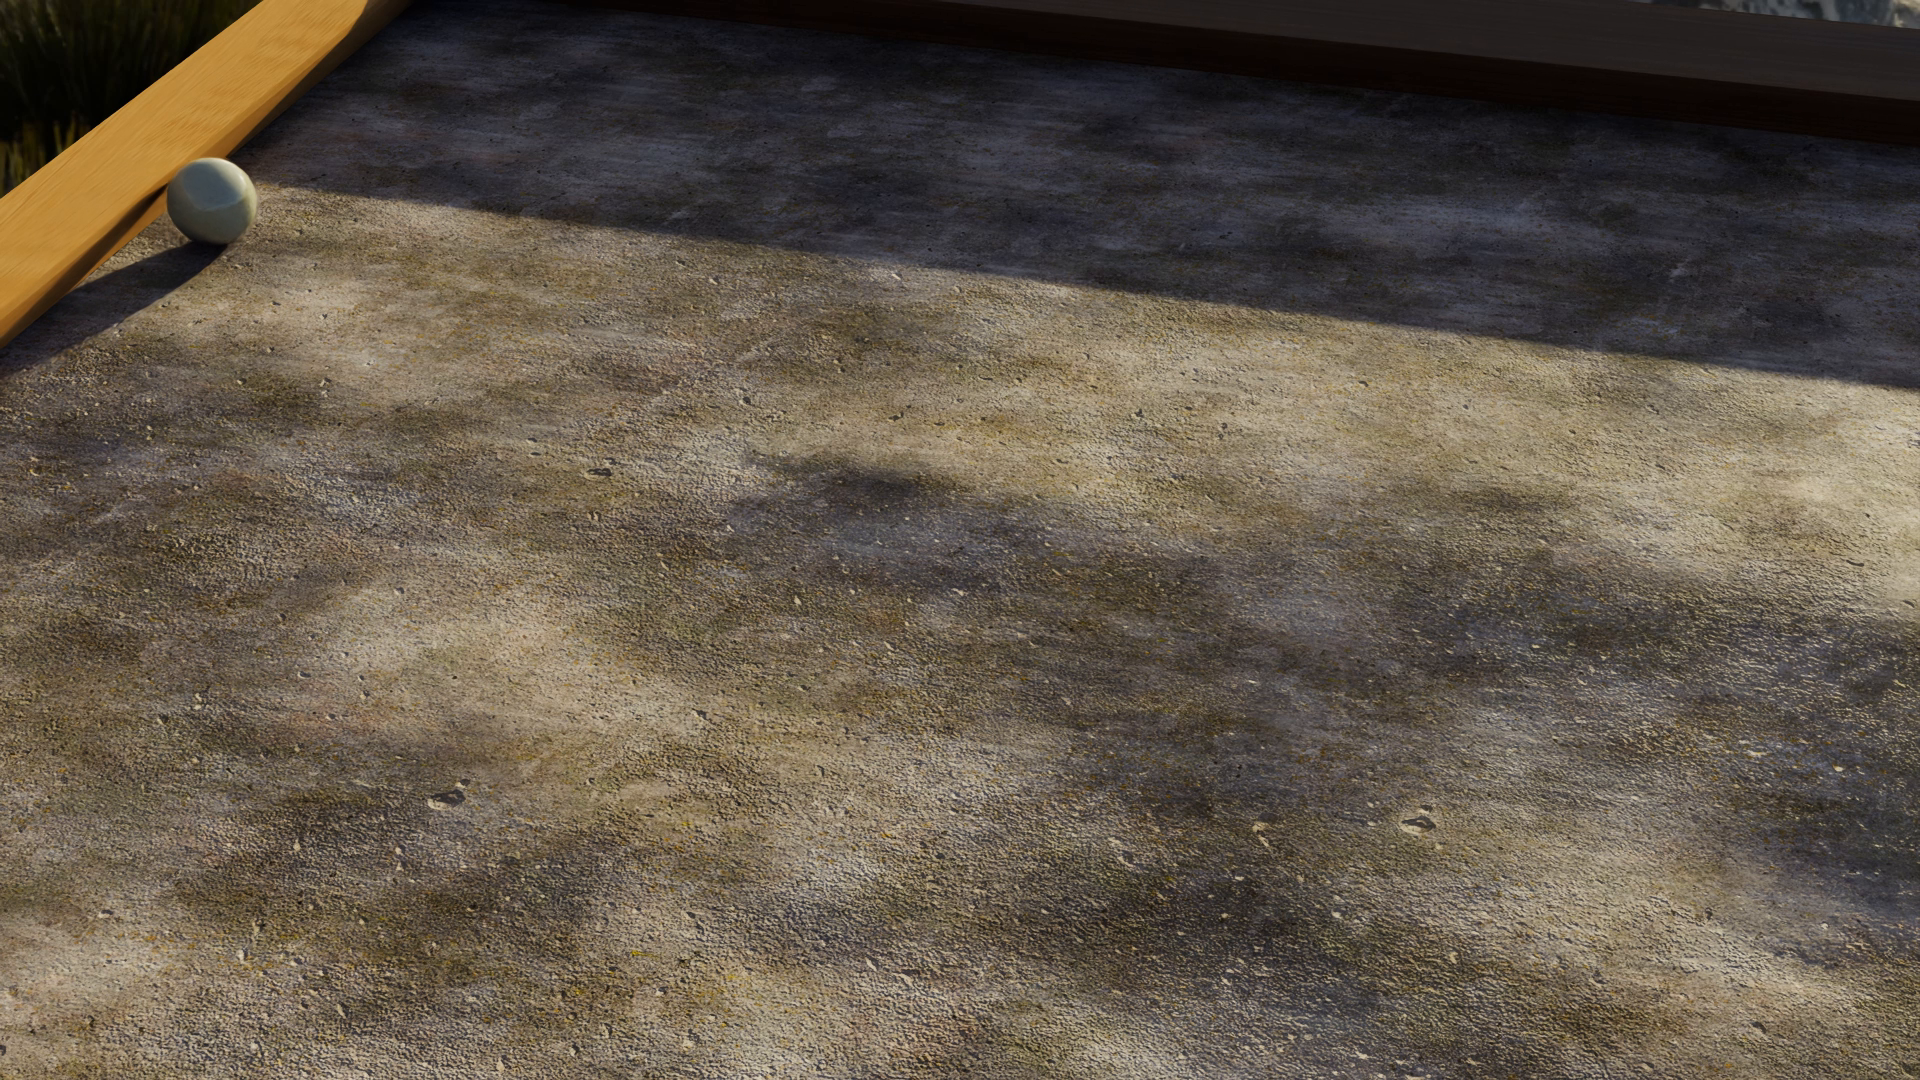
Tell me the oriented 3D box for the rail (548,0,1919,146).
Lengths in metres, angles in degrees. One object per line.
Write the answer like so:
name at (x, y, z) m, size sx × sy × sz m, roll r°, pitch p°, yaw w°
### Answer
rail at (1.191, -0.432, 2.624) m, size 3.811 × 0.128 × 0.045 m, roll 8°, pitch 34°, yaw 13°

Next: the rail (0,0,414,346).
rail at (-0.897, -0.150, 2.197) m, size 0.045 × 0.128 × 2.128 m, roll 8°, pitch 34°, yaw 13°

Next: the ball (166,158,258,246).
ball at (-0.732, -0.331, 2.512) m, size 0.086 × 0.086 × 0.086 m, roll 0°, pitch 33°, yaw 0°
